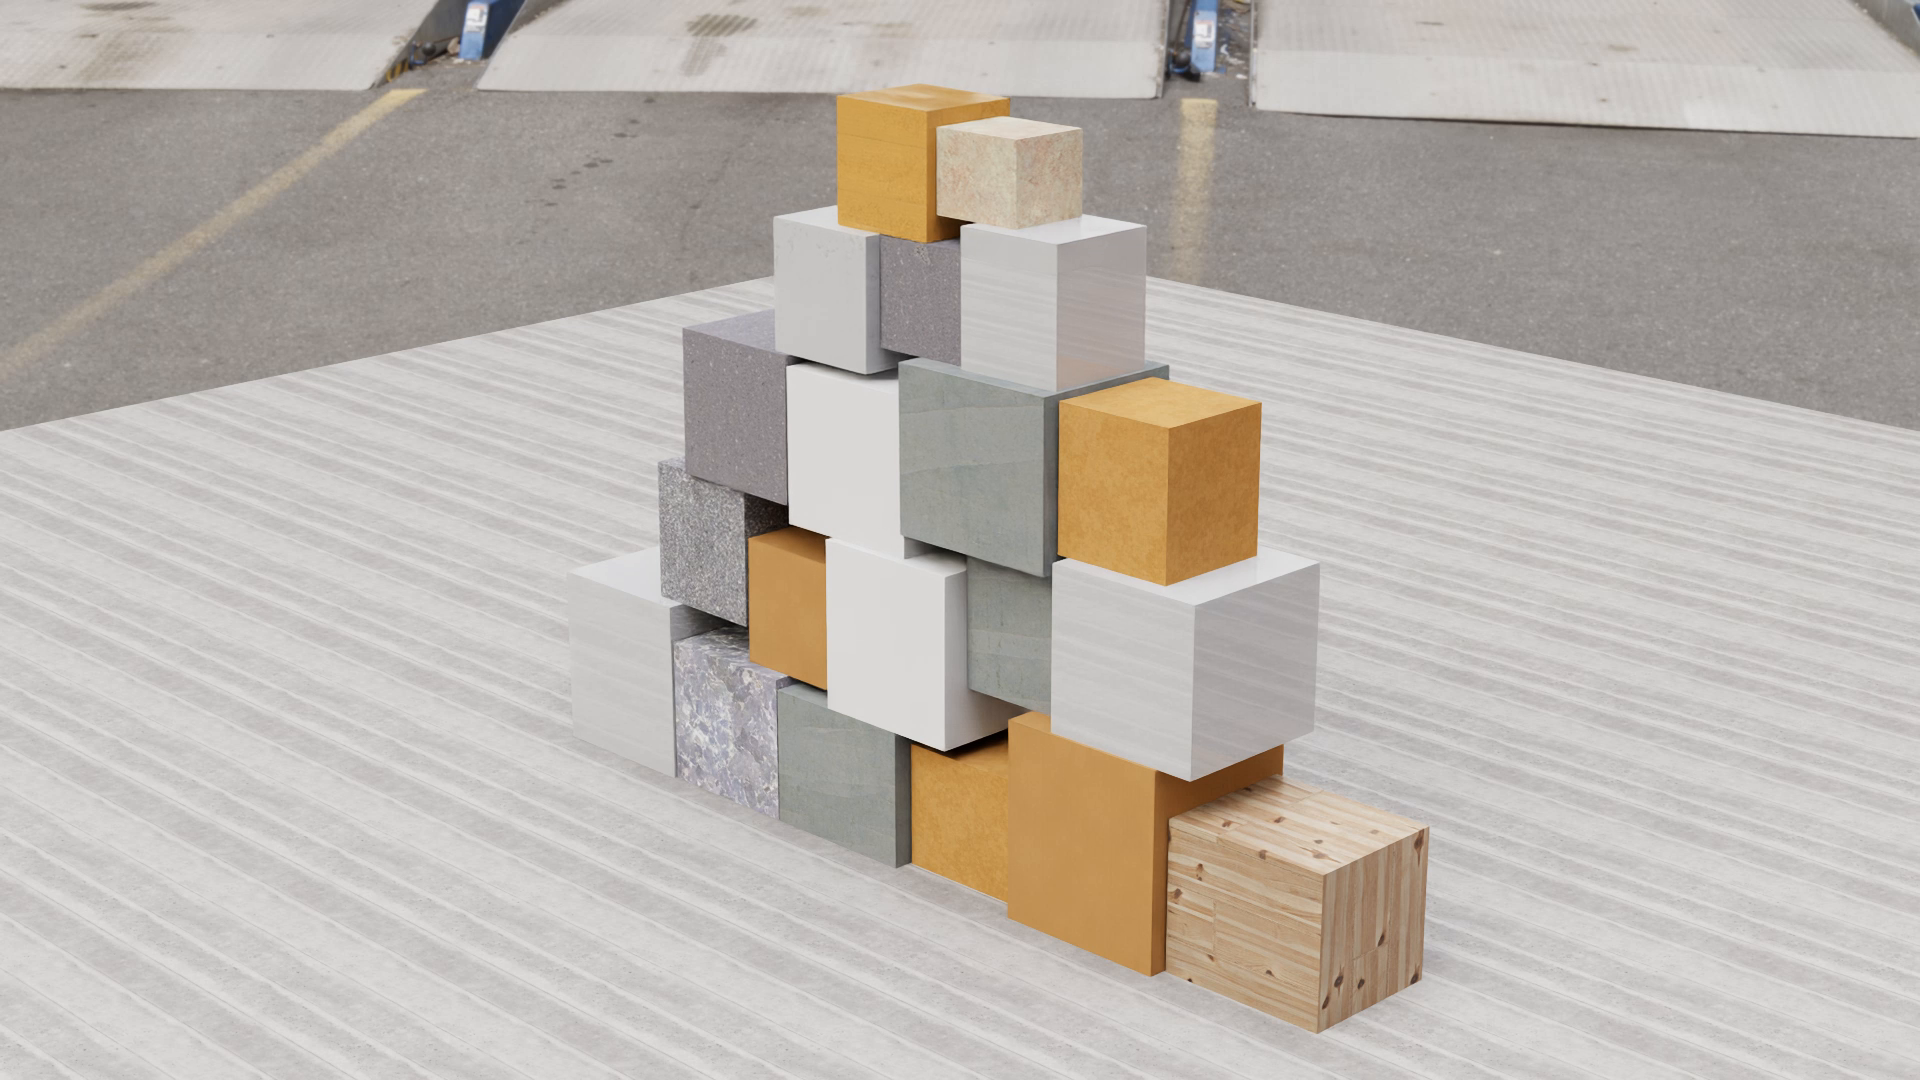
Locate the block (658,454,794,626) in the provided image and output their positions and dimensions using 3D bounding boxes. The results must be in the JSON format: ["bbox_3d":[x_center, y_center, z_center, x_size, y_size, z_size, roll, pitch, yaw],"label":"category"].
[{"bbox_3d":[-1.009,-0.054,14.386,0.638,0.690,0.676,17,24,42],"label":"block"}]

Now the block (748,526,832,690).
[{"bbox_3d":[-0.566,0.292,14.000,0.616,0.620,0.631,-17,25,-42],"label":"block"}]

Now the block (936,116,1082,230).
[{"bbox_3d":[0.213,-1.587,12.642,0.409,0.383,0.480,-17,24,-42],"label":"block"}]

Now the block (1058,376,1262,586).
[{"bbox_3d":[0.838,-0.257,12.356,0.589,0.673,0.608,-17,24,-42],"label":"block"}]

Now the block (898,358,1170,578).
[{"bbox_3d":[0.322,-0.393,12.894,0.795,0.788,0.875,-17,24,-42],"label":"block"}]

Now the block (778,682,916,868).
[{"bbox_3d":[-0.299,1.028,13.960,0.796,0.667,0.801,-17,24,-42],"label":"block"}]

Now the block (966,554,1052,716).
[{"bbox_3d":[0.458,0.344,12.989,0.569,0.677,0.636,-17,24,-42],"label":"block"}]

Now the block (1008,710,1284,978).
[{"bbox_3d":[0.811,1.227,12.873,0.853,0.940,0.845,-17,24,-42],"label":"block"}]

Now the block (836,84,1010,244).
[{"bbox_3d":[-0.163,-1.676,13.000,0.513,0.577,0.567,-17,24,-42],"label":"block"}]

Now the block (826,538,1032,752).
[{"bbox_3d":[-0.064,0.389,13.511,0.771,0.821,0.783,17,24,42],"label":"block"}]

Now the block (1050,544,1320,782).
[{"bbox_3d":[0.955,0.460,12.474,0.812,0.764,0.788,-17,24,-42],"label":"block"}]

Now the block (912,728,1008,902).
[{"bbox_3d":[0.255,1.223,13.462,0.636,0.594,0.717,-17,24,-42],"label":"block"}]

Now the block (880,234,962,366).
[{"bbox_3d":[0.024,-1.100,12.986,0.545,0.510,0.524,16,24,43],"label":"block"}]

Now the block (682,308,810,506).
[{"bbox_3d":[-0.791,-0.660,13.981,0.753,0.717,0.732,-17,25,-42],"label":"block"}]

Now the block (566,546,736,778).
[{"bbox_3d":[-1.402,0.580,15.008,0.860,0.895,0.816,-17,24,-42],"label":"block"}]

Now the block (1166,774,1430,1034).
[{"bbox_3d":[1.415,1.515,12.349,0.710,0.704,0.818,-17,24,-42],"label":"block"}]

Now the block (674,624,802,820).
[{"bbox_3d":[-0.840,0.834,14.499,0.838,0.715,0.753,-17,24,-42],"label":"block"}]

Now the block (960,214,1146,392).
[{"bbox_3d":[0.401,-1.038,12.579,0.563,0.630,0.558,16,24,43],"label":"block"}]

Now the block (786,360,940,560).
[{"bbox_3d":[-0.280,-0.424,13.474,0.682,0.751,0.769,-17,24,-42],"label":"block"}]

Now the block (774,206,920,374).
[{"bbox_3d":[-0.402,-1.168,13.377,0.607,0.624,0.647,17,24,42],"label":"block"}]
